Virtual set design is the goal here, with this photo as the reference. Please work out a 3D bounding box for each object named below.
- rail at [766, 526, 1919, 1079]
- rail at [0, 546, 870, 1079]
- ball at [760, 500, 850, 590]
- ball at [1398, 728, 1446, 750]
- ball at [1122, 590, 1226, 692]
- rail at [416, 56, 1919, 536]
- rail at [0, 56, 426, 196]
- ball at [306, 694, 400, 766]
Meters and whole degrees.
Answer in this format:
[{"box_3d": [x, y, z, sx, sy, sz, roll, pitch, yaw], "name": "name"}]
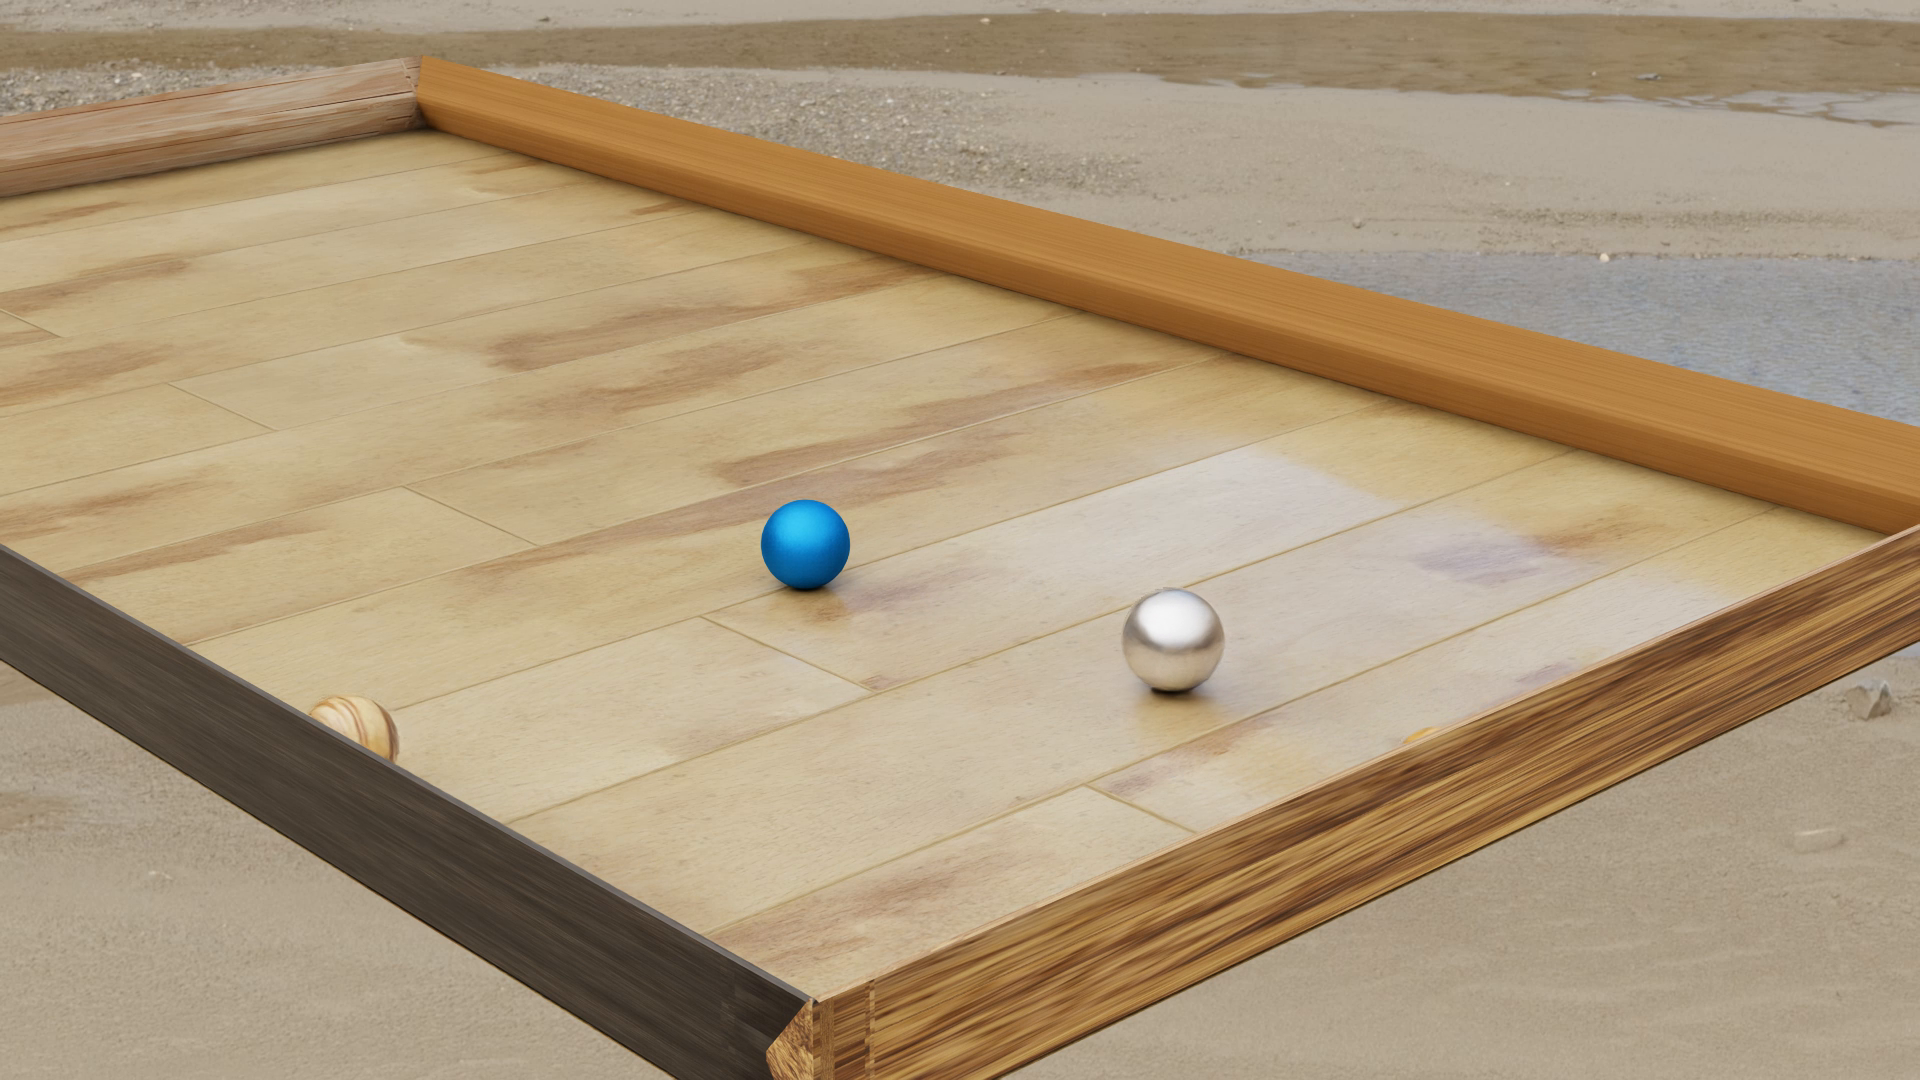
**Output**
[{"box_3d": [0.456, 0.152, 2.297, 1.523, 0.114, 0.045, -17, 26, -39], "name": "rail"}, {"box_3d": [-1.015, -0.023, 2.779, 0.045, 0.114, 2.791, -17, 26, -39], "name": "rail"}, {"box_3d": [-0.145, 0.004, 2.753, 0.084, 0.084, 0.084, 0, 20, 0], "name": "ball"}, {"box_3d": [0.371, 0.179, 2.295, 0.066, 0.066, 0.066, 0, 20, 0], "name": "ball"}, {"box_3d": [0.183, 0.086, 2.519, 0.088, 0.088, 0.088, 0, 20, 0], "name": "ball"}, {"box_3d": [0.072, -0.362, 3.716, 0.045, 0.114, 2.791, -17, 26, -39], "name": "rail"}, {"box_3d": [-1.399, -0.536, 4.198, 1.523, 0.114, 0.045, -17, 26, -39], "name": "rail"}, {"box_3d": [-0.484, 0.162, 2.323, 0.080, 0.080, 0.080, 0, 20, 0], "name": "ball"}]
